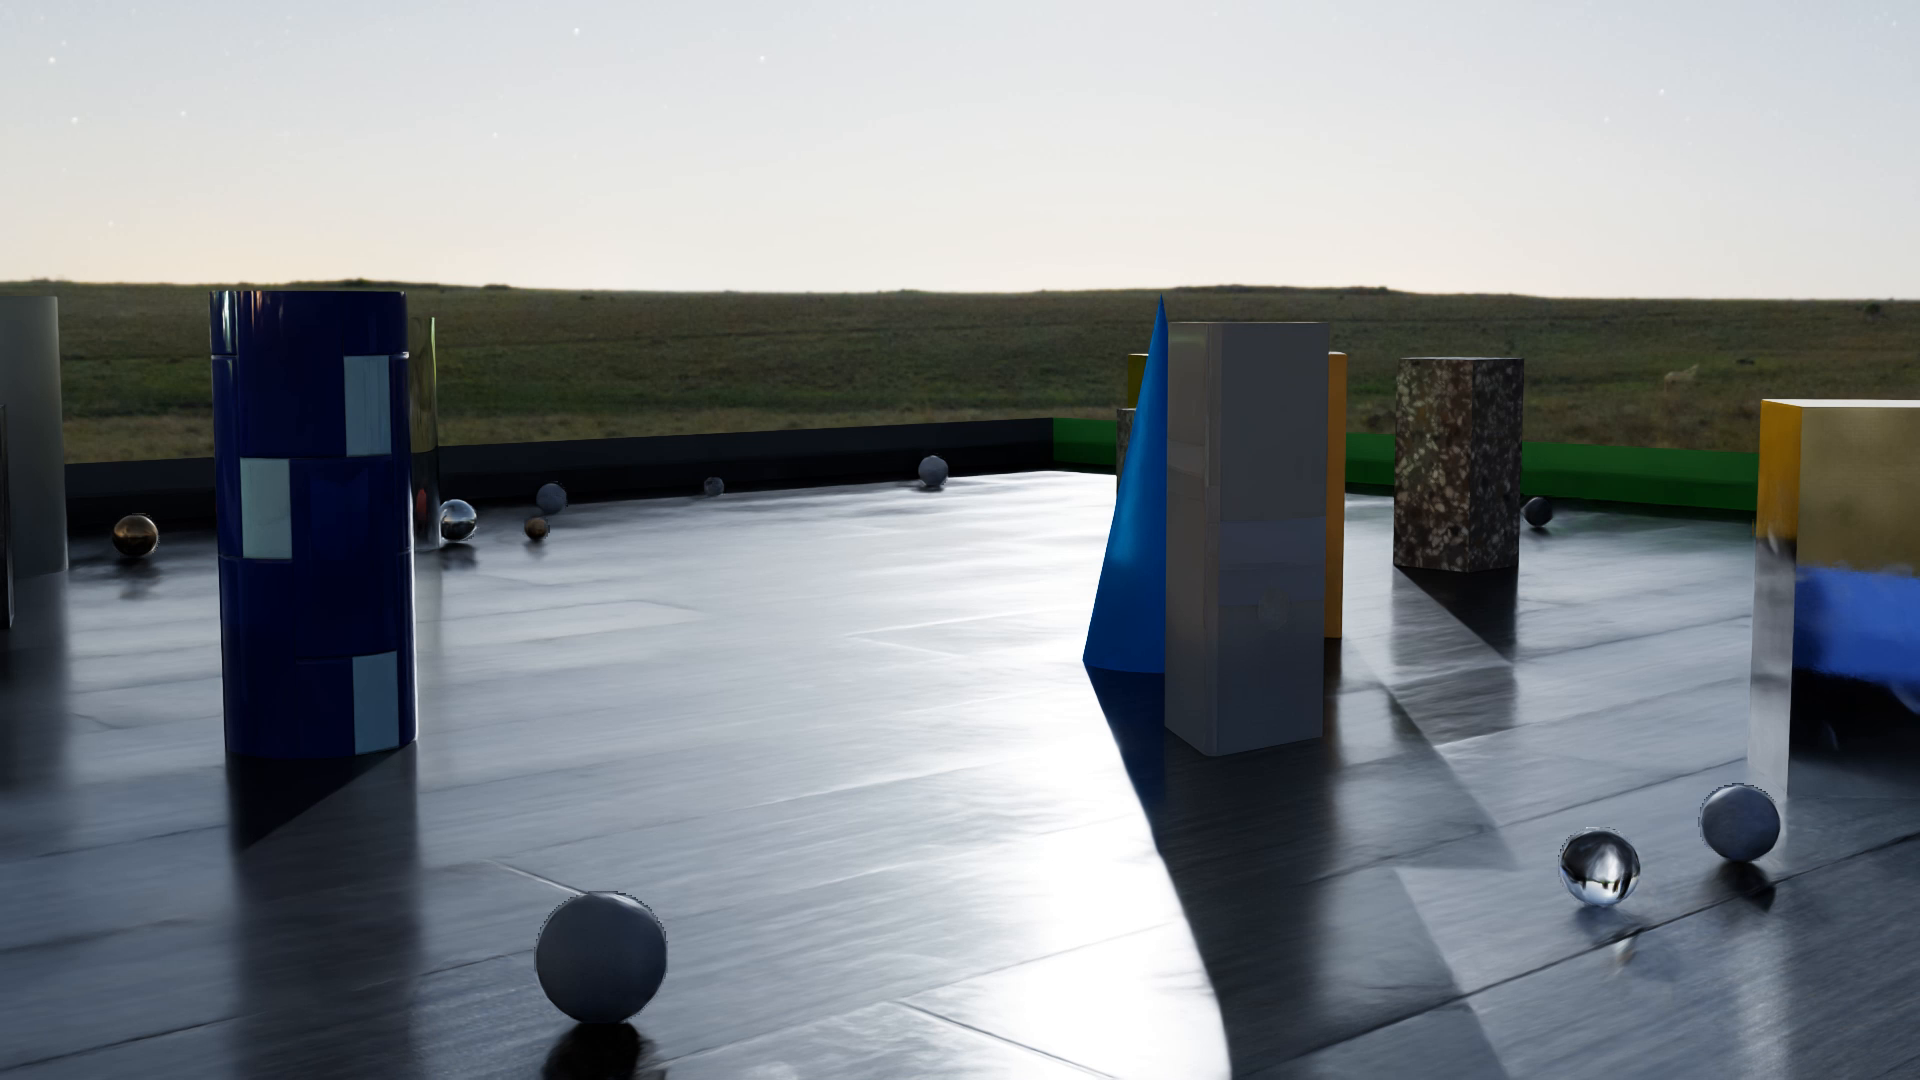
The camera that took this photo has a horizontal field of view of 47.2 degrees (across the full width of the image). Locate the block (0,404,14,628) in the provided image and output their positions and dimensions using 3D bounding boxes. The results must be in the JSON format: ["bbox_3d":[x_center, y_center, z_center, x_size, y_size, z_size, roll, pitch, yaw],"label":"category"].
[{"bbox_3d":[-1.429,-0.033,3.104,0.155,0.307,0.155,-2,6,-21],"label":"block"}]

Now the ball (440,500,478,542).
[{"bbox_3d":[-0.966,-0.037,4.212,0.080,0.080,0.080,0,6,0],"label":"ball"}]

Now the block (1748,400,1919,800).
[{"bbox_3d":[0.845,0.050,2.067,0.155,0.357,0.155,1,6,7],"label":"block"}]

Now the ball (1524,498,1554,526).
[{"bbox_3d":[1.185,-0.057,4.508,0.059,0.059,0.059,0,6,0],"label":"ball"}]

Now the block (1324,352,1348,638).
[{"bbox_3d":[0.451,-0.067,3.054,0.155,0.384,0.155,1,6,6],"label":"block"}]

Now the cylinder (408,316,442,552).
[{"bbox_3d":[-1.069,-0.199,4.089,0.193,0.429,0.193,0,6,0],"label":"cylinder"}]

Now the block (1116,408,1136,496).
[{"bbox_3d":[0.387,-0.100,3.930,0.155,0.266,0.155,-3,7,-30],"label":"block"}]

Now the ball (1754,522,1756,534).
[{"bbox_3d":[1.535,-0.022,4.157,0.064,0.064,0.064,0,6,0],"label":"ball"}]

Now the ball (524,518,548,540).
[{"bbox_3d":[-0.819,-0.022,4.250,0.044,0.044,0.044,0,6,0],"label":"ball"}]

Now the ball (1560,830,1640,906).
[{"bbox_3d":[0.479,0.245,1.645,0.057,0.057,0.057,0,6,0],"label":"ball"}]

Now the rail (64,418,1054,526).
[{"bbox_3d":[-1.431,-0.129,4.875,4.684,0.126,0.045,-6,8,-42],"label":"rail"}]

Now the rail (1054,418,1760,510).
[{"bbox_3d":[1.704,-0.132,4.896,0.045,0.126,4.268,-6,8,-42],"label":"rail"}]

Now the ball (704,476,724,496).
[{"bbox_3d":[-0.584,-0.126,5.229,0.048,0.048,0.048,0,6,0],"label":"ball"}]

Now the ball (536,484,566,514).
[{"bbox_3d":[-0.891,-0.090,4.795,0.066,0.066,0.066,0,6,0],"label":"ball"}]

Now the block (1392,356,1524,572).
[{"bbox_3d":[0.865,-0.135,3.821,0.155,0.360,0.155,-6,8,-43],"label":"block"}]

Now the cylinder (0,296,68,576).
[{"bbox_3d":[-1.626,-0.179,3.730,0.193,0.465,0.193,0,6,0],"label":"cylinder"}]

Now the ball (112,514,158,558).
[{"bbox_3d":[-1.481,-0.007,3.949,0.078,0.078,0.078,0,6,0],"label":"ball"}]

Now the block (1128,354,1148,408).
[{"bbox_3d":[0.448,-0.202,4.490,0.155,0.352,0.155,-3,7,-26],"label":"block"}]

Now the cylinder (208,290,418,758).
[{"bbox_3d":[-0.661,-0.022,2.255,0.193,0.462,0.193,0,6,0],"label":"cylinder"}]

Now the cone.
[{"bbox_3d":[0.251,-0.078,2.771,0.193,0.465,0.193,0,6,0],"label":"cone"}]

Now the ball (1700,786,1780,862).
[{"bbox_3d":[0.631,0.229,1.779,0.061,0.061,0.061,0,6,0],"label":"ball"}]

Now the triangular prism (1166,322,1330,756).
[{"bbox_3d":[0.268,-0.010,2.283,0.167,0.431,0.145,-5,8,-40],"label":"triangular prism"}]

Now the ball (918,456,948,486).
[{"bbox_3d":[-0.068,-0.174,5.552,0.076,0.076,0.076,0,6,0],"label":"ball"}]

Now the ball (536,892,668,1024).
[{"bbox_3d":[-0.224,0.262,1.377,0.081,0.081,0.081,0,6,0],"label":"ball"}]
